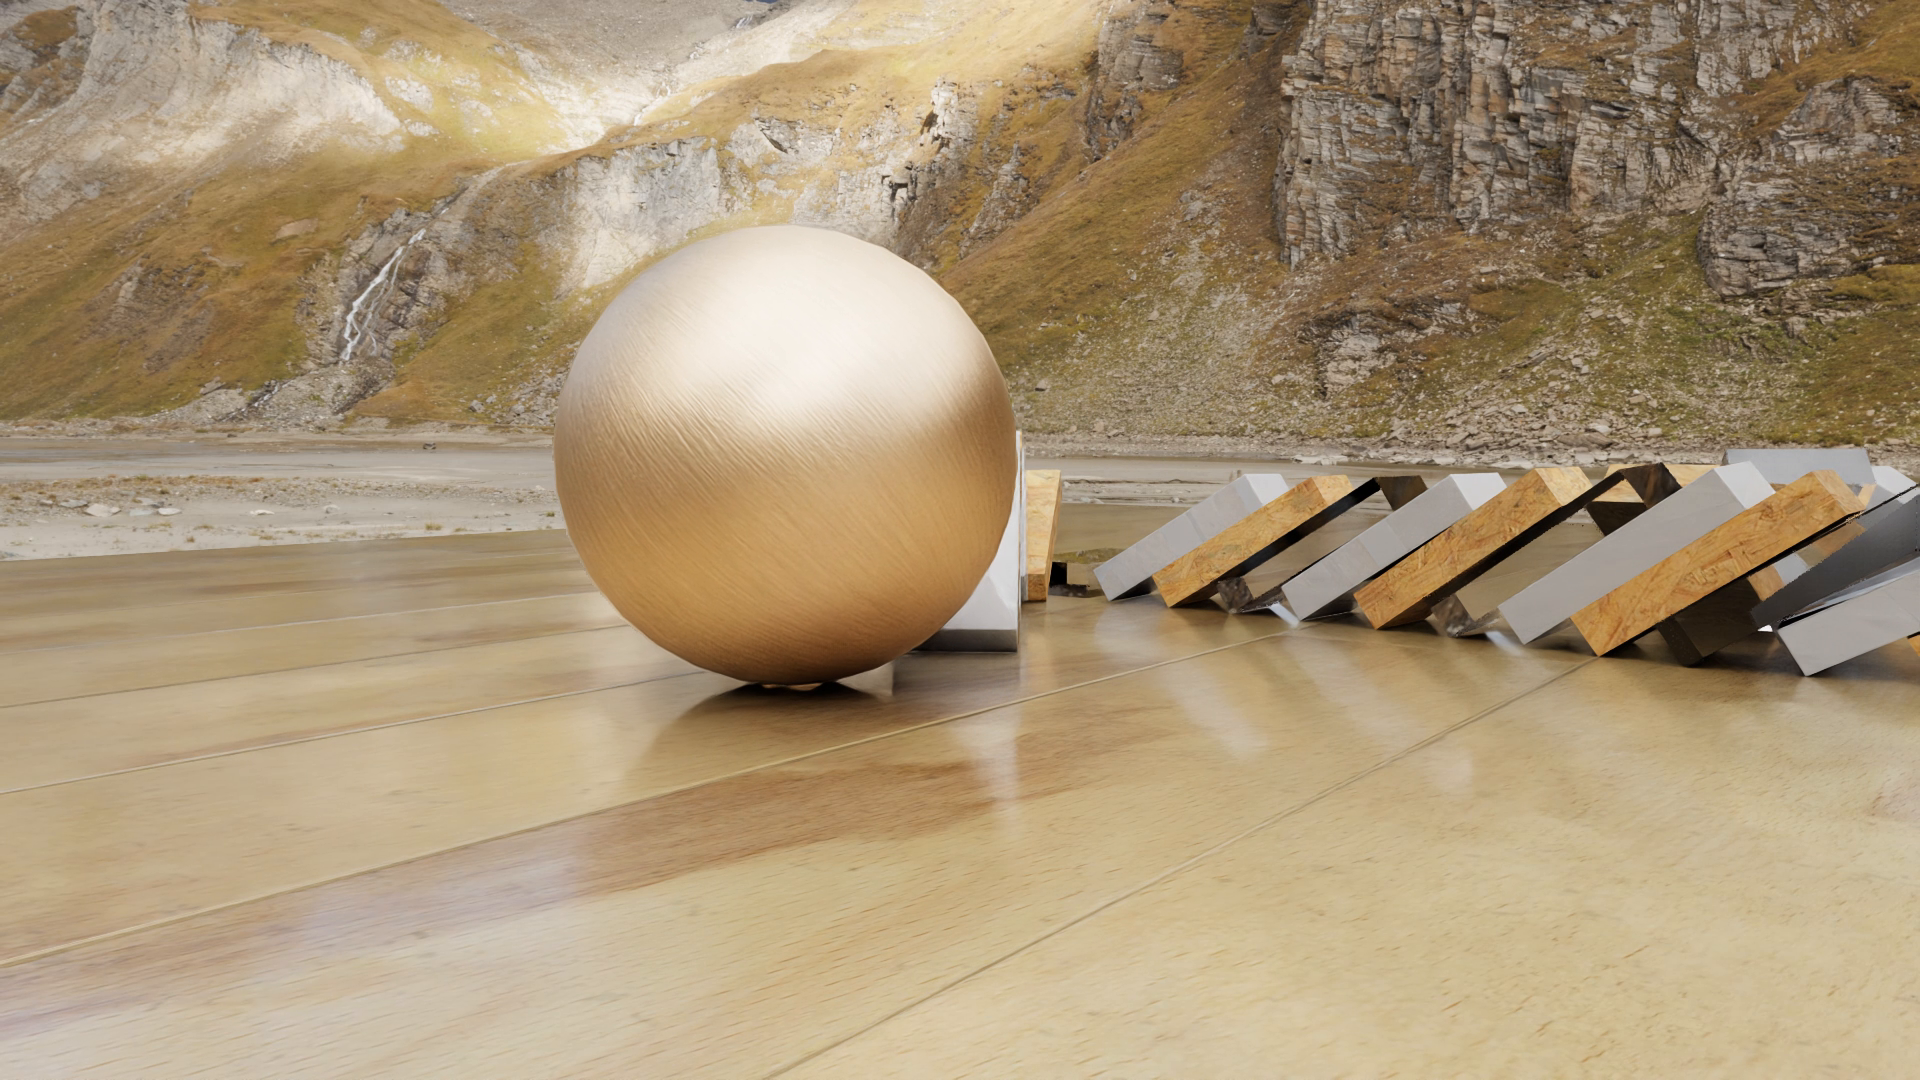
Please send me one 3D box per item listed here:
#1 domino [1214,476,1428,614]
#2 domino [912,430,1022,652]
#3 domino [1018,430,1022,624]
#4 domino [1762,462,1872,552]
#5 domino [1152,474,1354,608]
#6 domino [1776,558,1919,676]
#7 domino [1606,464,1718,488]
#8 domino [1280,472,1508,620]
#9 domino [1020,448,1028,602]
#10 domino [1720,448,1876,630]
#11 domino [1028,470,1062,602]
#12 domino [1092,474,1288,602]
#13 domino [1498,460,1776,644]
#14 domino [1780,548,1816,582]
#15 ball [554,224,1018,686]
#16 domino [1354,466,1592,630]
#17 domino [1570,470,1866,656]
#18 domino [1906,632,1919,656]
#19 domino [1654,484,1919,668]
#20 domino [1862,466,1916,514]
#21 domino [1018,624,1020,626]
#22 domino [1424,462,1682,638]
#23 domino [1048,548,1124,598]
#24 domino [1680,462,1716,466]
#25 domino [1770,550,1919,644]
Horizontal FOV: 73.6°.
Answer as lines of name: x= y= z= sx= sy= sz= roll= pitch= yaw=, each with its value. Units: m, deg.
domino: x=0.090 y=0.001 z=0.317 sx=0.025 sy=0.010 sz=0.050 roll=-5 pitch=-26 yaw=-47
domino: x=0.000 y=-0.001 z=0.272 sx=0.025 sy=0.050 sz=0.010 roll=0 pitch=-33 yaw=4
domino: x=0.001 y=-0.001 z=0.284 sx=0.025 sy=0.050 sz=0.009 roll=0 pitch=-33 yaw=4
domino: x=0.232 y=-0.001 z=0.331 sx=0.025 sy=0.009 sz=0.050 roll=-2 pitch=40 yaw=-45
domino: x=0.077 y=0.000 z=0.332 sx=0.050 sy=0.010 sz=0.025 roll=-35 pitch=-17 yaw=32
domino: x=0.177 y=0.008 z=0.233 sx=0.050 sy=0.010 sz=0.025 roll=-34 pitch=-16 yaw=32
domino: x=0.174 y=0.001 z=0.302 sx=0.050 sy=0.009 sz=0.025 roll=41 pitch=-20 yaw=-30
domino: x=0.103 y=0.002 z=0.303 sx=0.025 sy=0.010 sz=0.050 roll=-4 pitch=-28 yaw=-45
domino: x=0.006 y=-0.004 z=0.350 sx=0.025 sy=0.009 sz=0.050 roll=-3 pitch=44 yaw=6
domino: x=0.175 y=0.001 z=0.278 sx=0.025 sy=0.009 sz=0.050 roll=1 pitch=-39 yaw=16
domino: x=0.014 y=-0.002 z=0.365 sx=0.025 sy=0.009 sz=0.050 roll=1 pitch=37 yaw=10
domino: x=0.062 y=-0.001 z=0.342 sx=0.050 sy=0.009 sz=0.025 roll=-35 pitch=-16 yaw=30
domino: x=0.138 y=0.003 z=0.263 sx=0.025 sy=0.009 sz=0.050 roll=-8 pitch=-28 yaw=-44
domino: x=0.188 y=0.000 z=0.315 sx=0.050 sy=0.010 sz=0.025 roll=37 pitch=-9 yaw=-19
ball: x=-0.030 y=-0.014 z=0.226 sx=0.080 sy=0.080 sz=0.080 roll=0 pitch=4 yaw=0
domino: x=0.116 y=0.002 z=0.289 sx=0.025 sy=0.010 sz=0.050 roll=-4 pitch=-30 yaw=-45
domino: x=0.149 y=0.005 z=0.253 sx=0.025 sy=0.009 sz=0.050 roll=-5 pitch=-30 yaw=-48
domino: x=0.194 y=0.009 z=0.222 sx=0.050 sy=0.009 sz=0.025 roll=-34 pitch=-14 yaw=32
domino: x=0.159 y=0.006 z=0.240 sx=0.025 sy=0.009 sz=0.050 roll=-5 pitch=-29 yaw=-48
domino: x=0.246 y=0.000 z=0.318 sx=0.025 sy=0.009 sz=0.050 roll=-3 pitch=41 yaw=-37
domino: x=0.002 y=-0.003 z=0.308 sx=0.025 sy=0.050 sz=0.010 roll=0 pitch=-33 yaw=3
domino: x=0.128 y=0.003 z=0.276 sx=0.025 sy=0.010 sz=0.050 roll=-8 pitch=-28 yaw=-43
domino: x=0.041 y=0.009 z=0.381 sx=0.025 sy=0.010 sz=0.050 roll=3 pitch=5 yaw=38
domino: x=0.208 y=-0.001 z=0.331 sx=0.050 sy=0.009 sz=0.025 roll=38 pitch=11 yaw=7
domino: x=0.191 y=0.004 z=0.258 sx=0.025 sy=0.010 sz=0.050 roll=-1 pitch=-33 yaw=-17
